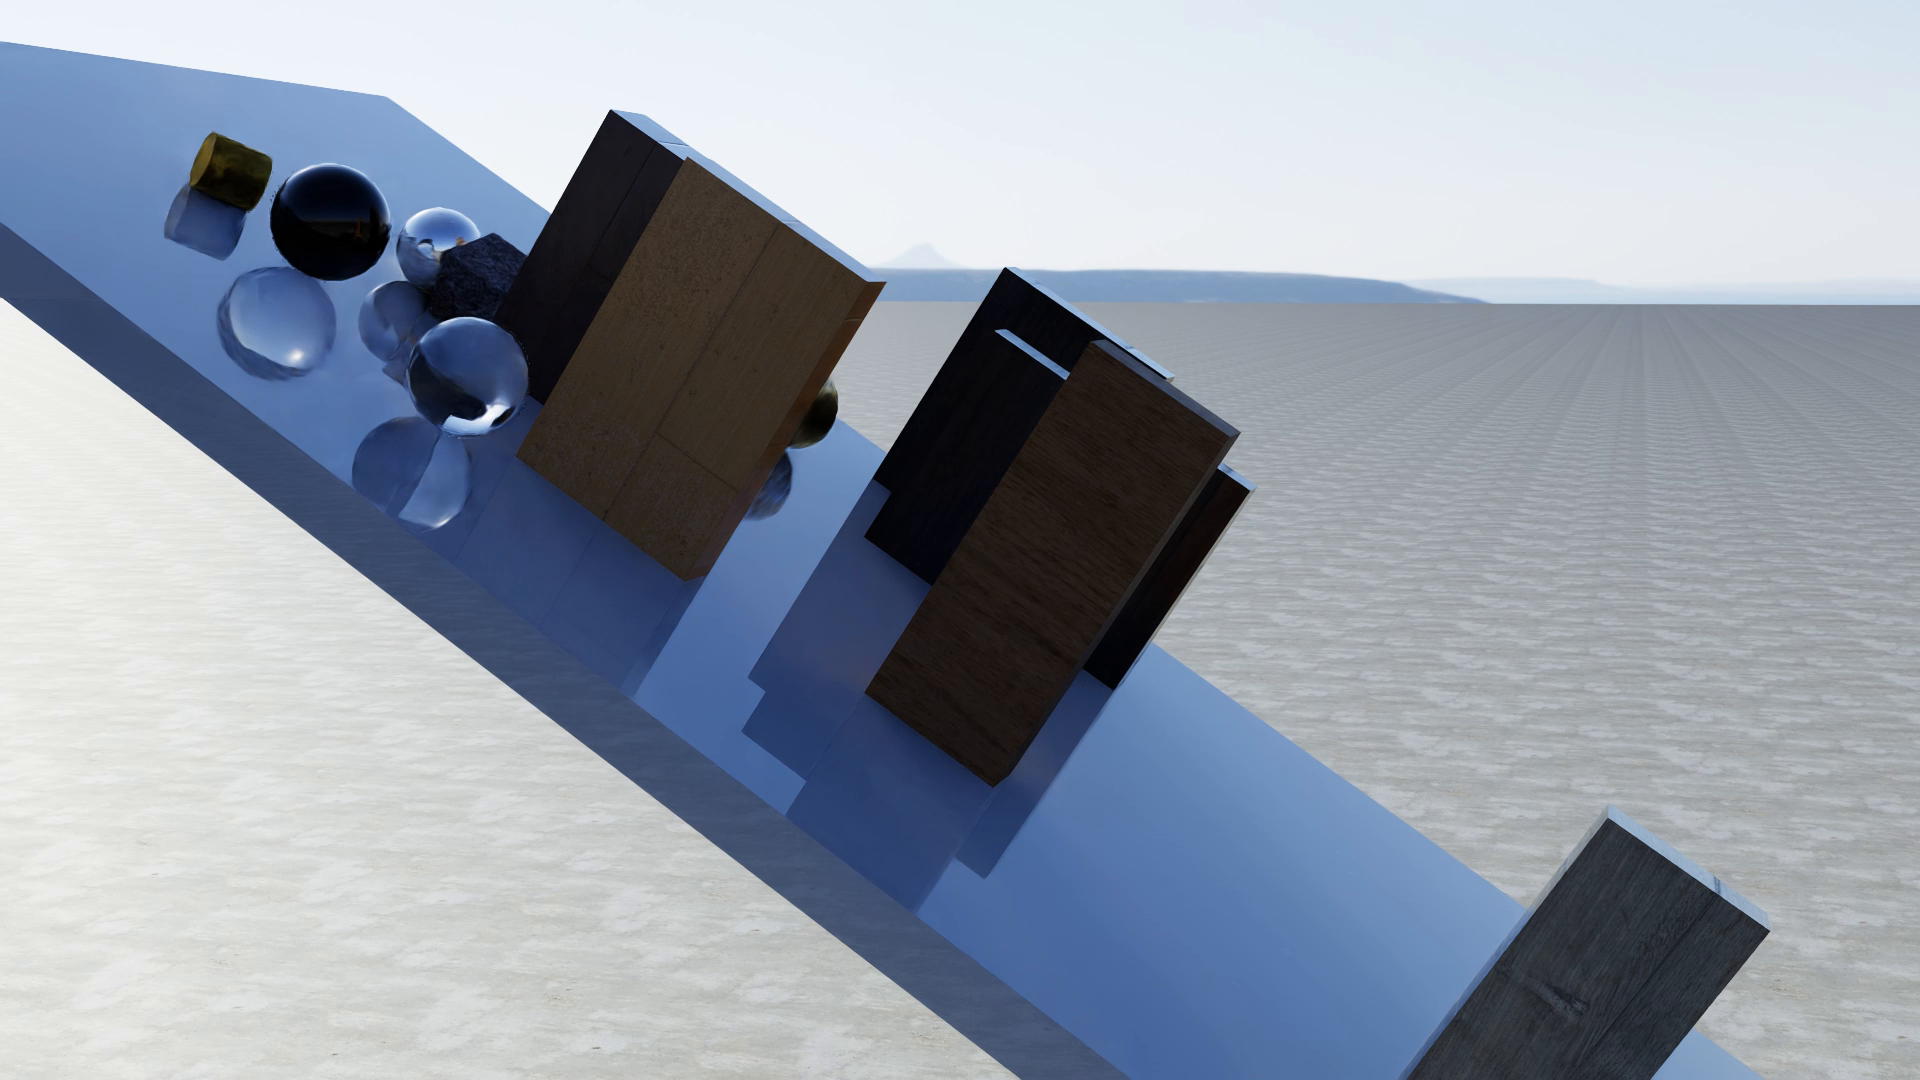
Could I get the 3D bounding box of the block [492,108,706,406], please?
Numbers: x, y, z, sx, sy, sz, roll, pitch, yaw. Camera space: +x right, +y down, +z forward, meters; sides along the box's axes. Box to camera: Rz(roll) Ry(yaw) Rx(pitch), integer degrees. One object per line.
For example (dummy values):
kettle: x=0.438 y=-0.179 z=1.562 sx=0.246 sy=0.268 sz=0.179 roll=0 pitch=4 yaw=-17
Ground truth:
block: x=-0.627 y=-0.484 z=4.055 sx=0.293 sy=0.528 sz=0.145 roll=36 pitch=15 yaw=10

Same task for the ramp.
ramp: x=-0.126 y=0.212 z=4.099 sx=4.000 sy=0.100 sz=2.000 roll=36 pitch=15 yaw=10

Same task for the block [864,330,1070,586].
block: x=0.105 y=-0.103 z=4.394 sx=0.389 sy=0.500 sz=0.089 roll=36 pitch=15 yaw=10

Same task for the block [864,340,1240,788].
block: x=0.147 y=0.041 z=3.632 sx=0.271 sy=0.707 sz=0.106 roll=36 pitch=15 yaw=10

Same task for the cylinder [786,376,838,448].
cylinder: x=-0.382 y=-0.288 z=4.588 sx=0.189 sy=0.189 sz=0.189 roll=3 pitch=2 yaw=25

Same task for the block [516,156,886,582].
block: x=-0.438 y=-0.284 z=3.680 sx=0.371 sy=0.596 sz=0.098 roll=36 pitch=15 yaw=10

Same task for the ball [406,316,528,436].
ball: x=-0.815 y=-0.270 z=3.643 sx=0.198 sy=0.198 sz=0.198 roll=0 pitch=7 yaw=0

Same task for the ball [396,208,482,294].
ball: x=-0.999 y=-0.556 z=4.229 sx=0.165 sy=0.165 sz=0.165 roll=0 pitch=7 yaw=0

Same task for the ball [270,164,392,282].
ball: x=-1.120 y=-0.566 z=3.917 sx=0.208 sy=0.208 sz=0.208 roll=0 pitch=7 yaw=0

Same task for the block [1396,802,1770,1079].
block: x=0.770 y=0.691 z=2.936 sx=0.242 sy=0.664 sz=0.084 roll=36 pitch=15 yaw=10

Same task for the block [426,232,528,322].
block: x=-0.889 y=-0.467 z=4.150 sx=0.141 sy=0.141 sz=0.141 roll=36 pitch=34 yaw=10

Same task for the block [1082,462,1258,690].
block: x=0.305 y=-0.010 z=4.504 sx=0.384 sy=0.501 sz=0.087 roll=36 pitch=15 yaw=10

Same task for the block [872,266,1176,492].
block: x=0.135 y=-0.245 z=4.794 sx=0.427 sy=0.554 sz=0.092 roll=36 pitch=15 yaw=10
